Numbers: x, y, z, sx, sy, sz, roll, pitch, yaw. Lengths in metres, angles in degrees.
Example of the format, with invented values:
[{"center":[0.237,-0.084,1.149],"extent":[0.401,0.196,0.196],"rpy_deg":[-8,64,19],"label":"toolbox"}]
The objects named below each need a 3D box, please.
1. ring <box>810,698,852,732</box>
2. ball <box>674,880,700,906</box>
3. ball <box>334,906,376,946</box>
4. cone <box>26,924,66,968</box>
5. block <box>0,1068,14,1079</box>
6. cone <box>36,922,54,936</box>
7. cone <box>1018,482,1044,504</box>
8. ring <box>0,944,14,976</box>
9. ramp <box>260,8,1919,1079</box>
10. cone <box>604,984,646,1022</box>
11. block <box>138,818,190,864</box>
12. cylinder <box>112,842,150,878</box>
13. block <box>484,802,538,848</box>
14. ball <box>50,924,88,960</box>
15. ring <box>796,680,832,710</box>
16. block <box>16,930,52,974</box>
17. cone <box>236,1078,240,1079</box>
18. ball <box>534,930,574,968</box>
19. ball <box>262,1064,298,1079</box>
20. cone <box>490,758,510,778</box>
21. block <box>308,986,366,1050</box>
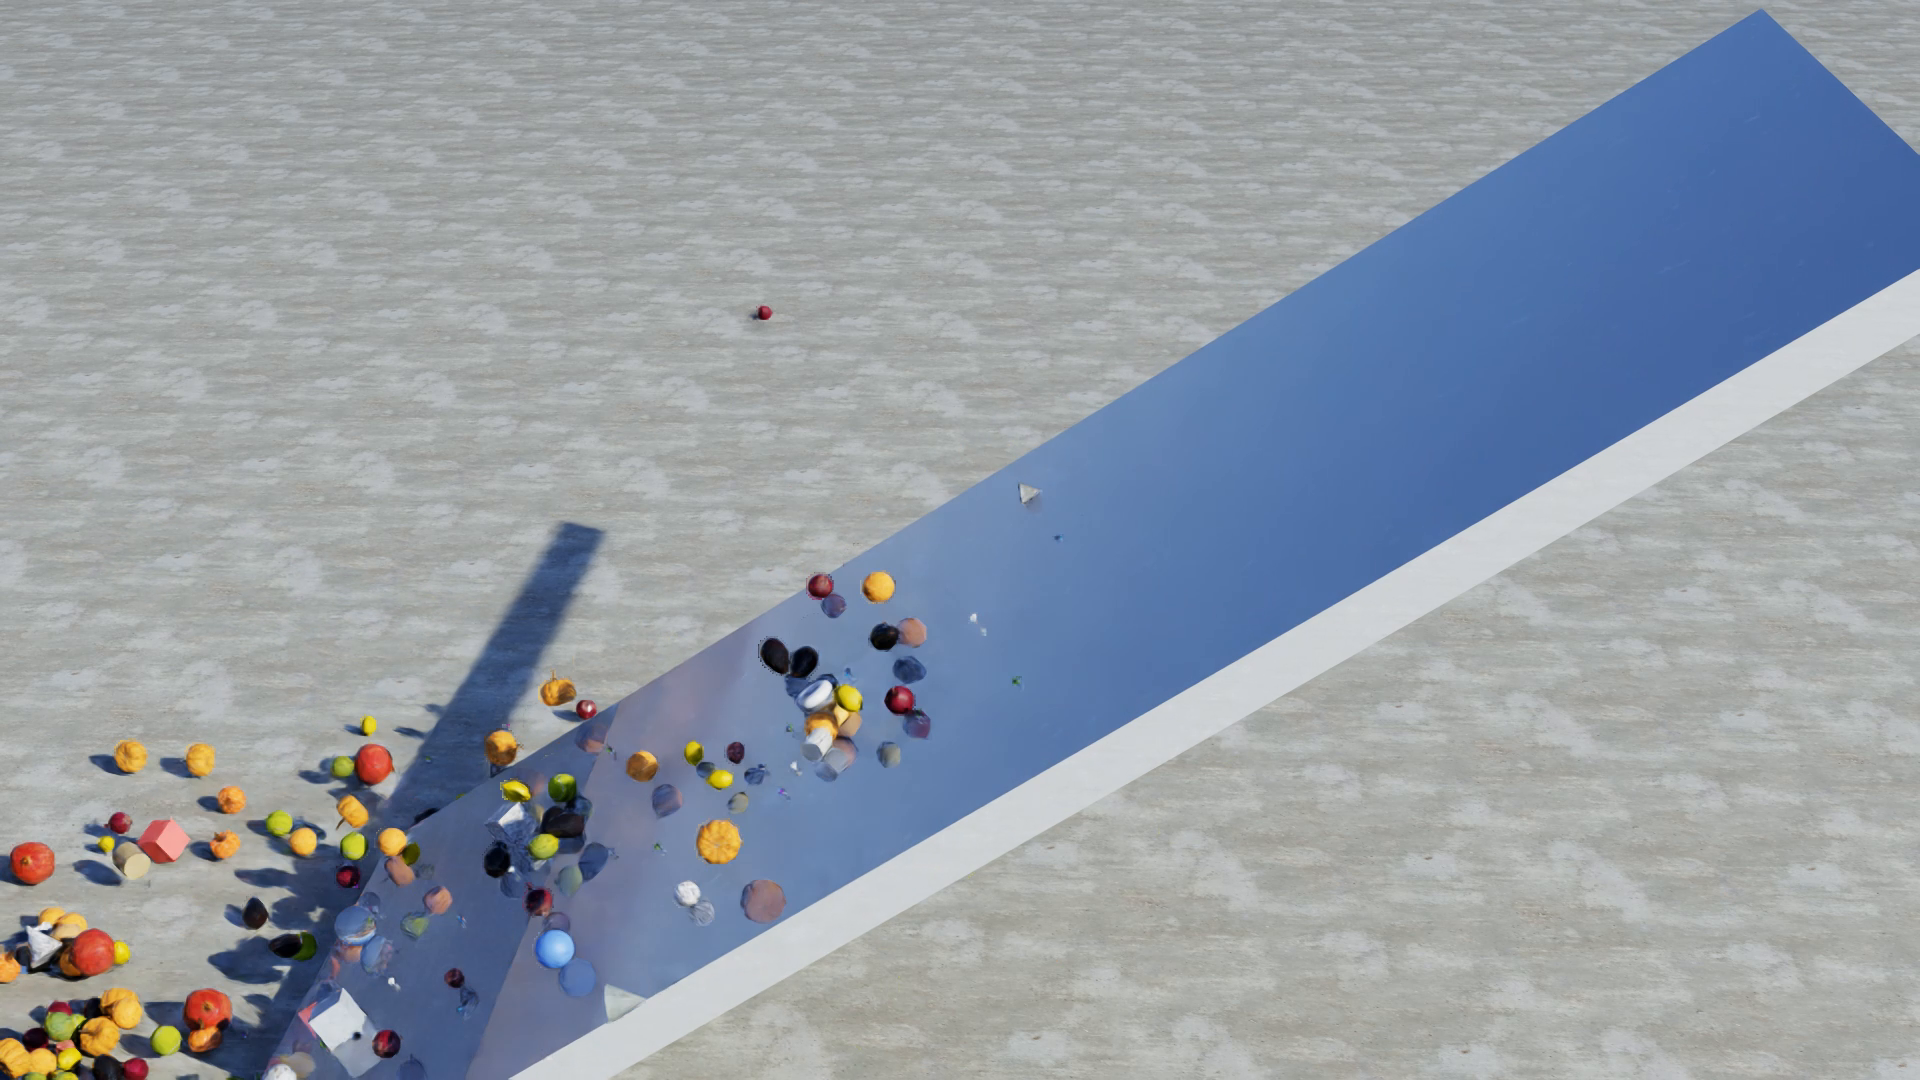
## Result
[{"center":[-0.277,0.378,6.291],"extent":[0.105,0.035,0.105],"rpy_deg":[-34,14,10],"label":"ring"},{"center":[-0.542,0.701,5.833],"extent":[0.052,0.052,0.052],"rpy_deg":[0,20,0],"label":"ball"},{"center":[-1.436,0.917,6.990],"extent":[0.098,0.098,0.098],"rpy_deg":[0,20,0],"label":"ball"},{"center":[-2.243,0.974,7.153],"extent":[0.096,0.096,0.096],"rpy_deg":[-37,-6,-4],"label":"cone"},{"center":[-2.163,1.247,6.569],"extent":[0.090,0.090,0.090],"rpy_deg":[-4,21,-9],"label":"block"},{"center":[-2.253,1.006,7.290],"extent":[0.087,0.087,0.087],"rpy_deg":[35,31,13],"label":"cone"},{"center":[0.168,-0.111,6.859],"extent":[0.054,0.054,0.054],"rpy_deg":[-7,21,-1],"label":"cone"},{"center":[-2.386,1.033,7.210],"extent":[0.134,0.045,0.134],"rpy_deg":[0,22,0],"label":"ring"},{"center":[0.139,0.171,6.297],"extent":[4.000,0.100,2.000],"rpy_deg":[-31,15,14],"label":"ramp"},{"center":[-0.625,0.868,5.539],"extent":[0.074,0.074,0.074],"rpy_deg":[-7,20,2],"label":"cone"},{"center":[-2.094,0.792,7.736],"extent":[0.080,0.080,0.080],"rpy_deg":[-8,41,37],"label":"block"},{"center":[-2.132,0.825,7.567],"extent":[0.072,0.072,0.072],"rpy_deg":[-16,26,-37],"label":"cylinder"},{"center":[-1.066,0.676,6.983],"extent":[0.076,0.076,0.076],"rpy_deg":[-45,18,-33],"label":"block"},{"center":[-2.196,0.989,7.245],"extent":[0.091,0.091,0.091],"rpy_deg":[0,20,0],"label":"ball"},{"center":[-0.322,0.343,6.507],"extent":[0.089,0.030,0.089],"rpy_deg":[-33,16,11],"label":"ring"},{"center":[-2.274,1.012,7.221],"extent":[0.076,0.076,0.076],"rpy_deg":[-6,21,-16],"label":"block"},{"center":[-1.556,1.202,6.420],"extent":[0.075,0.075,0.075],"rpy_deg":[-32,15,10],"label":"cone"},{"center":[-0.825,0.832,5.985],"extent":[0.079,0.079,0.079],"rpy_deg":[0,20,0],"label":"ball"},{"center":[-1.464,1.167,6.330],"extent":[0.076,0.076,0.076],"rpy_deg":[0,20,0],"label":"ball"},{"center":[-1.278,0.670,8.139],"extent":[0.097,0.097,0.097],"rpy_deg":[24,-12,6],"label":"cone"},{"center":[-1.369,1.052,6.464],"extent":[0.083,0.083,0.083],"rpy_deg":[-34,15,4],"label":"block"}]
